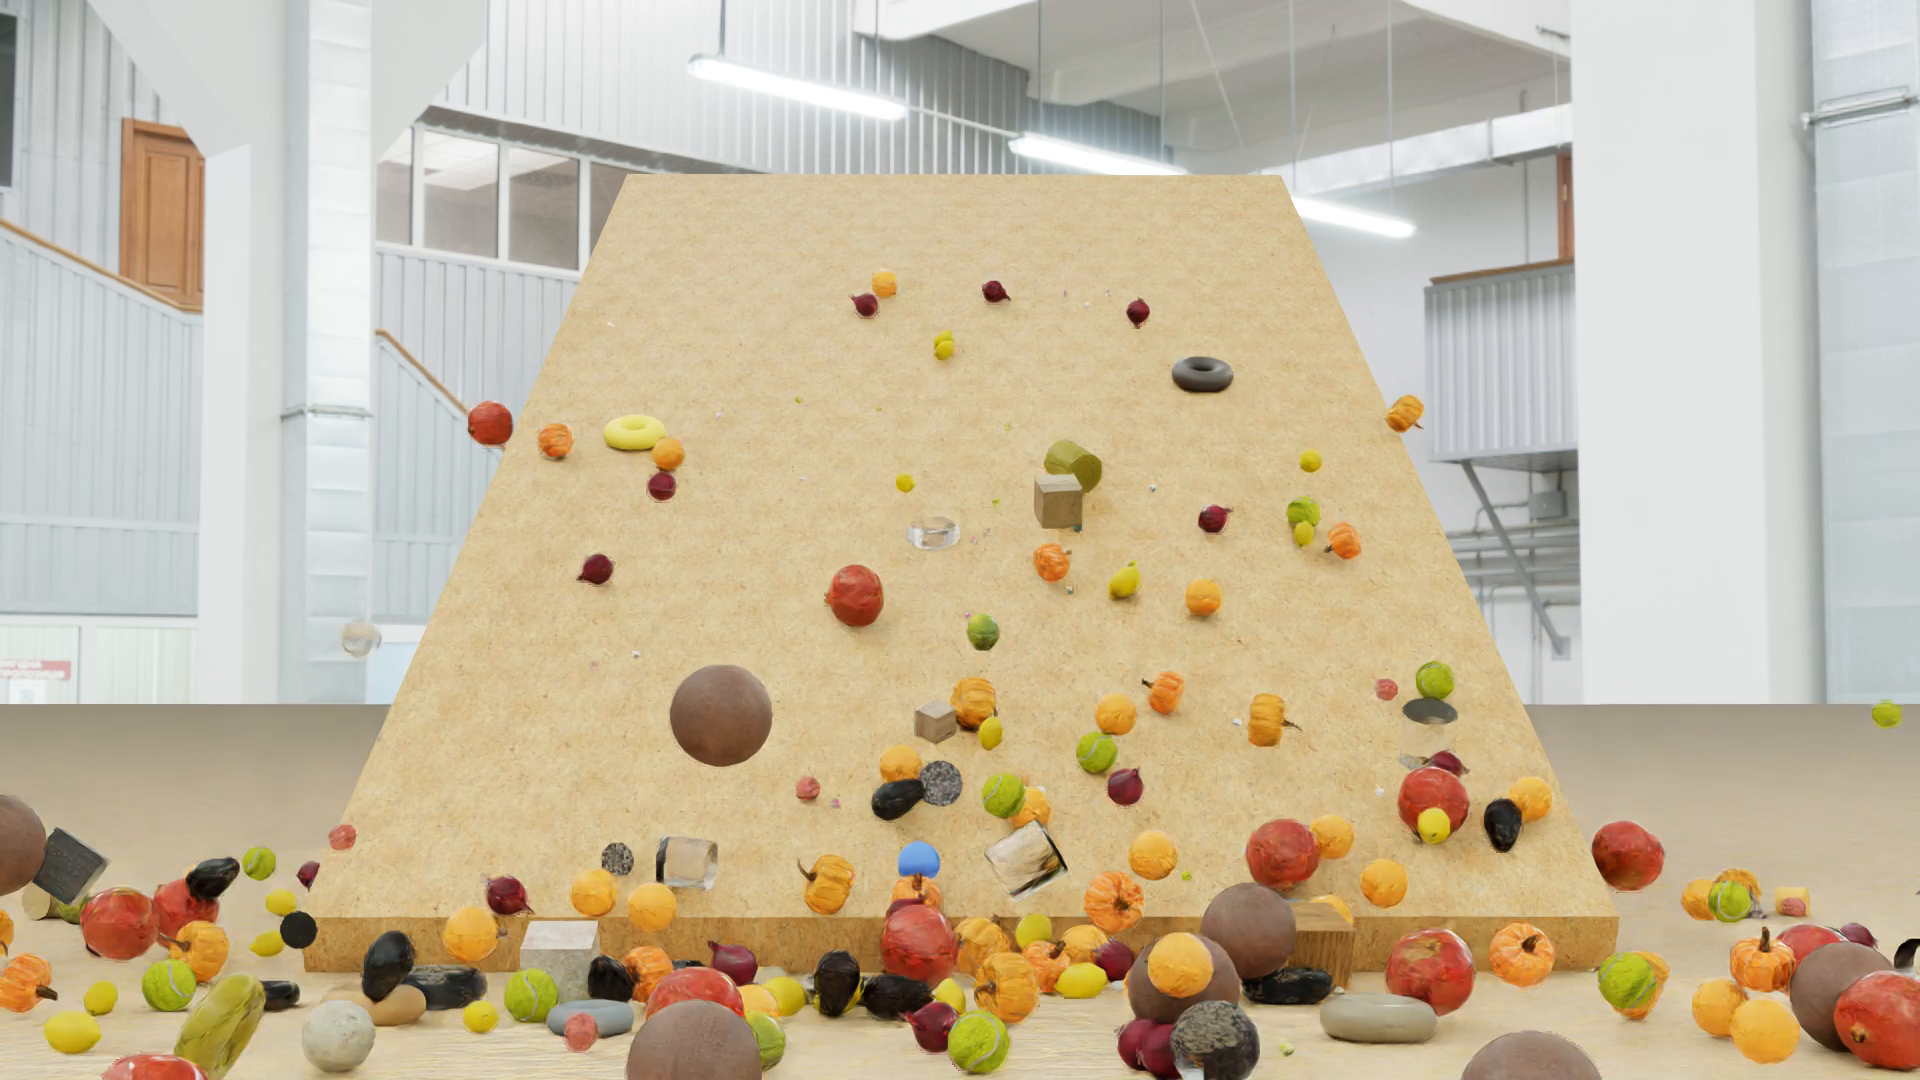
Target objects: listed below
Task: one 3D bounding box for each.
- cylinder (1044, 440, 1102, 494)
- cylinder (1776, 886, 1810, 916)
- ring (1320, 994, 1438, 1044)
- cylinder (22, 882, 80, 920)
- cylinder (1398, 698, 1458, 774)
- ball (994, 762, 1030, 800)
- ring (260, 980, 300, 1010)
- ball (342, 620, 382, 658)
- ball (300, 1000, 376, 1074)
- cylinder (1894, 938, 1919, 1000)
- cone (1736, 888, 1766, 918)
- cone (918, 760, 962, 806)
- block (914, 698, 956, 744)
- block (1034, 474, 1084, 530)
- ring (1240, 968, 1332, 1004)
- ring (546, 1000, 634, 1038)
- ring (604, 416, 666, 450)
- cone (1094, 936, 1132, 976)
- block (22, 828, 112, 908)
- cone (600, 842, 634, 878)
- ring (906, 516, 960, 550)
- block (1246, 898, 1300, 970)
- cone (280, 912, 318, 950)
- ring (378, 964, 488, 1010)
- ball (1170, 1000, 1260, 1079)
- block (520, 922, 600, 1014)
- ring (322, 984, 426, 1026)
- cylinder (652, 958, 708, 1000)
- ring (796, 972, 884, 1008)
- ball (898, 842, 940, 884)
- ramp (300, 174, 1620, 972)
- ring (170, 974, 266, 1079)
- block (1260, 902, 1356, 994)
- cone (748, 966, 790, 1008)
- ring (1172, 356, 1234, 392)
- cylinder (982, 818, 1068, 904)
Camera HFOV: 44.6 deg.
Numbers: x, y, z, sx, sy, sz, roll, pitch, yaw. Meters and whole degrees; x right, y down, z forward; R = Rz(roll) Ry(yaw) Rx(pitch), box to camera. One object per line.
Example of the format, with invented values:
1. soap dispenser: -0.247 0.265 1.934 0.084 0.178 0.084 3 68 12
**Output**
1. cylinder: 0.242 -0.157 4.994 0.091 0.091 0.091 2 23 -32
2. cylinder: 1.609 0.698 4.524 0.053 0.053 0.053 -2 -5 32
3. ring: 0.516 0.591 2.889 0.143 0.048 0.143 1 -3 0
4. cylinder: -1.726 0.682 4.451 0.074 0.074 0.074 -2 -4 28
5. cylinder: 0.789 0.330 3.950 0.093 0.093 0.093 0 25 0
6. ball: 0.086 0.396 3.844 0.060 0.060 0.060 0 -4 0
7. ring: -0.943 0.617 3.169 0.098 0.033 0.098 -1 -3 0
8. ball: -1.287 0.212 5.033 0.083 0.083 0.083 0 -4 0
9. ball: -0.697 0.556 2.623 0.081 0.081 0.081 0 -4 0
10. cylinder: 1.369 0.597 3.274 0.085 0.085 0.085 2 -5 -34
11. cone: 1.511 0.691 4.472 0.058 0.058 0.058 0 -4 0
12. cone: -0.030 0.399 3.868 0.075 0.075 0.075 0 -1 4
13. block: -0.042 0.313 4.033 0.051 0.051 0.051 21 32 37
14. block: 0.203 -0.080 4.838 0.084 0.084 0.084 -4 25 -9
15. ring: 0.452 0.616 3.236 0.127 0.042 0.127 -2 -6 0
16. ring: -0.462 0.599 2.930 0.109 0.036 0.109 -1 -2 0
17. ring: -0.725 -0.239 5.221 0.138 0.046 0.138 1 24 0
18. cone: 0.232 0.629 3.553 0.060 0.060 0.060 0 -4 0
19. block: -1.480 0.543 3.878 0.093 0.093 0.093 35 -15 -5
20. cone: -0.527 0.498 3.664 0.054 0.054 0.054 -1 -2 12
21. ring: -0.055 -0.014 4.751 0.111 0.037 0.111 1 26 0
22. block: 0.469 0.578 3.431 0.076 0.076 0.076 -4 17 -12
23. cone: -0.977 0.578 3.491 0.056 0.056 0.056 0 0 4
24. ring: -0.720 0.610 3.194 0.149 0.050 0.149 0 -4 0
25. ball: 0.272 0.540 2.498 0.096 0.096 0.096 0 -4 0
26. block: -0.535 0.573 3.140 0.093 0.093 0.093 0 13 -3
27. ring: -0.759 0.601 3.030 0.134 0.045 0.134 1 -4 0
28. cylinder: -0.387 0.606 3.236 0.053 0.053 0.053 -4 -6 38
29. ring: -0.165 0.616 3.210 0.123 0.041 0.123 0 -5 0
30. ball: -0.063 0.496 3.598 0.066 0.066 0.066 0 -4 0
31. ramp: -0.009 -0.229 5.375 2.000 0.100 4.000 0 25 0
32. ring: -0.740 0.491 2.335 0.043 0.128 0.128 27 -2 4
33. block: 0.496 0.582 3.346 0.096 0.096 0.096 3 15 -15
34. cone: -0.251 0.620 3.181 0.060 0.060 0.060 2 22 -24
35. ring: 0.576 -0.394 5.555 0.148 0.049 0.148 1 26 -1
36. cylinder: 0.097 0.476 3.466 0.092 0.092 0.092 -30 0 -7
